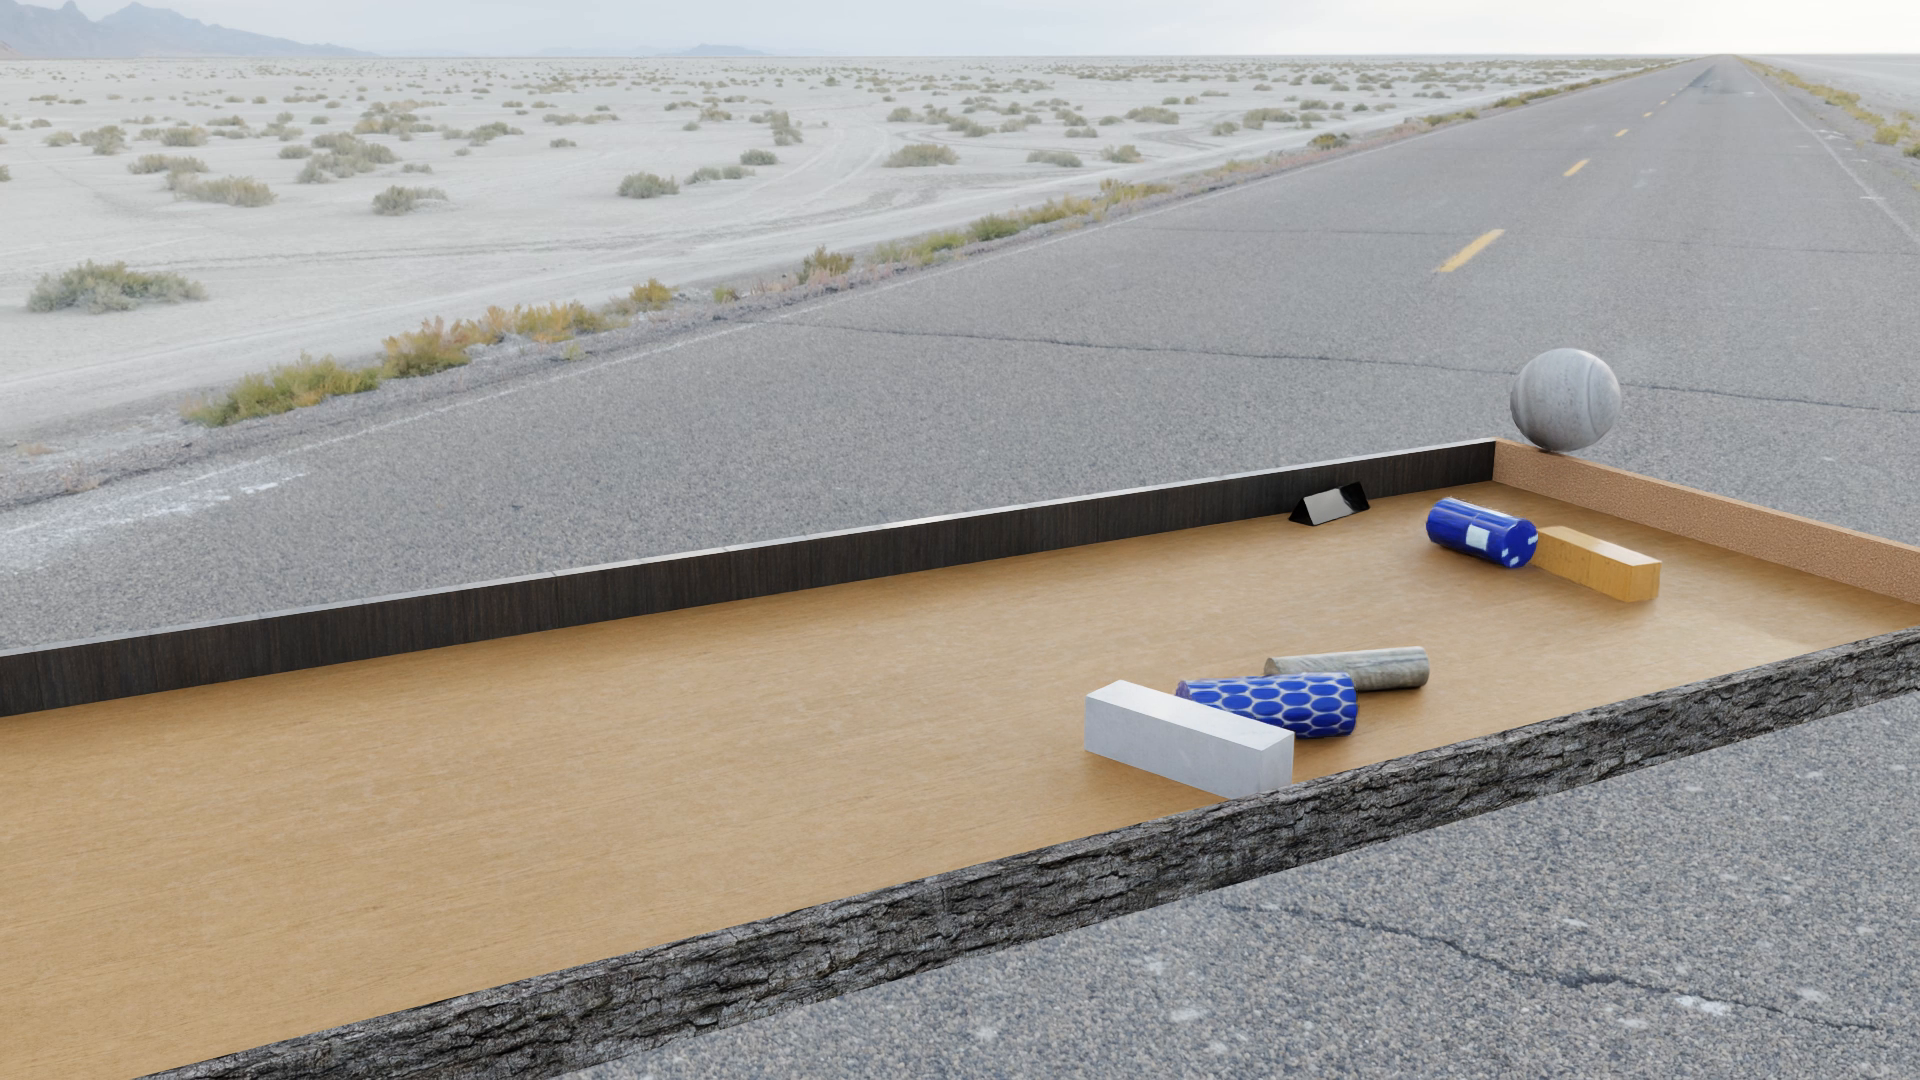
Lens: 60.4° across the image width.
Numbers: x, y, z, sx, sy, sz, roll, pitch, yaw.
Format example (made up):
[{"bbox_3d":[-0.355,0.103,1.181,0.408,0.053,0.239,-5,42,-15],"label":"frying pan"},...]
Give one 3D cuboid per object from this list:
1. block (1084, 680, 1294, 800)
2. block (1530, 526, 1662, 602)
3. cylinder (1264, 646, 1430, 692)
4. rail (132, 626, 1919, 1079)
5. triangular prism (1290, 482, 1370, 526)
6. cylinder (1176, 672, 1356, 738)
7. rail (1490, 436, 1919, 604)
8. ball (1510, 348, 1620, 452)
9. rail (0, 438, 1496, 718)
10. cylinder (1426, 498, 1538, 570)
[{"bbox_3d":[0.496,0.441,3.619,0.459,0.132,0.132,14,22,40],"label":"block"},{"bbox_3d":[1.895,0.068,4.929,0.110,0.110,0.410,-7,18,-21],"label":"block"},{"bbox_3d":[0.953,0.326,4.068,0.393,0.100,0.100,-4,17,-12],"label":"cylinder"},{"bbox_3d":[-2.336,1.006,1.665,12.000,0.150,0.050,-9,18,-27],"label":"rail"},{"bbox_3d":[1.265,-0.130,5.633,0.326,0.088,0.102,-14,22,-40],"label":"triangular prism"},{"bbox_3d":[0.701,0.385,3.788,0.384,0.145,0.145,-3,17,-9],"label":"cylinder"},{"bbox_3d":[2.466,-0.048,5.253,0.050,0.150,2.100,-9,18,-27],"label":"rail"},{"bbox_3d":[2.162,-0.499,5.895,0.370,0.370,0.370,0,16,0],"label":"ball"},{"bbox_3d":[-3.305,0.497,3.399,12.000,0.150,0.050,-9,18,-27],"label":"rail"},{"bbox_3d":[1.630,-0.023,5.160,0.154,0.154,0.310,-9,19,-29],"label":"cylinder"}]
